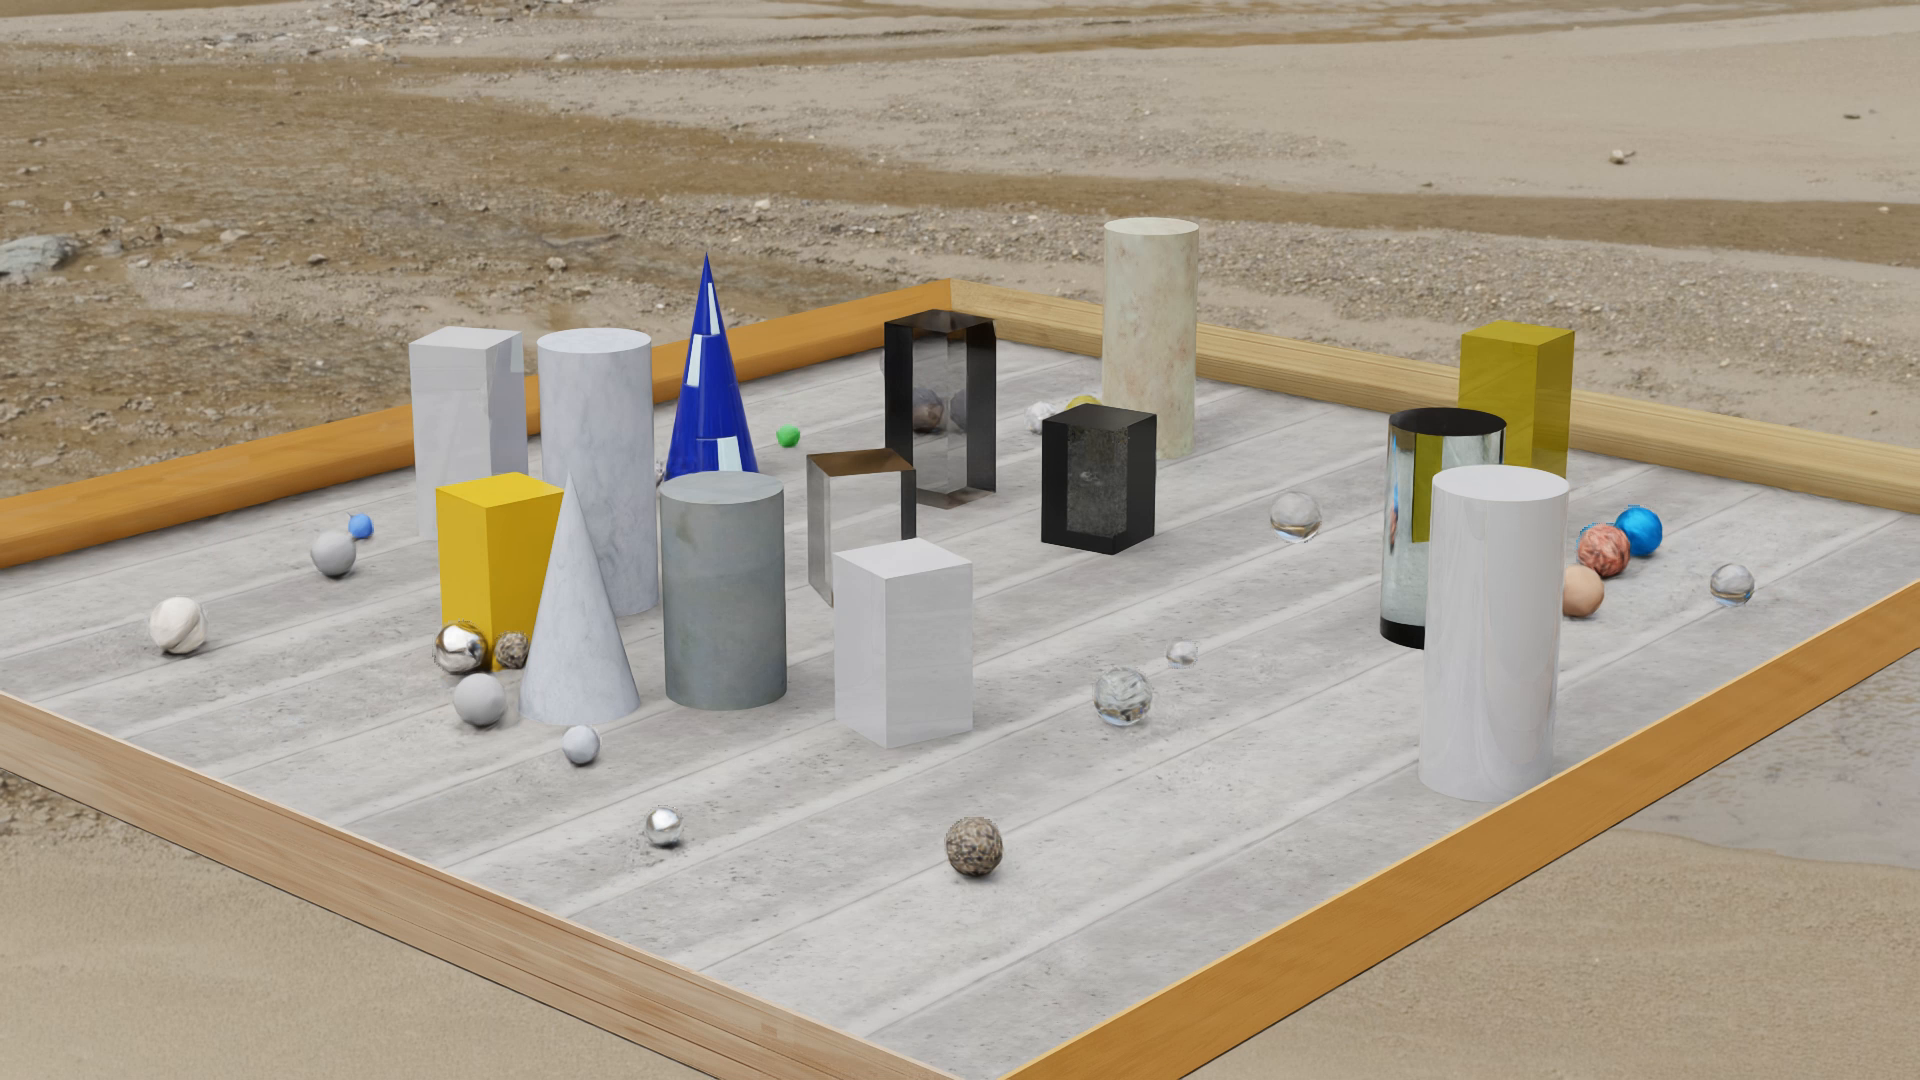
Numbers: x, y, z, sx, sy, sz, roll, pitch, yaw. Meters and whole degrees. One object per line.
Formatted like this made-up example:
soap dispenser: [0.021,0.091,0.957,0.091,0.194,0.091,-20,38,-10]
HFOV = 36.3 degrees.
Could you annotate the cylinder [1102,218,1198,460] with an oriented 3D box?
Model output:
cylinder: [0.388,-0.413,6.007,0.192,0.465,0.192,0,17,0]

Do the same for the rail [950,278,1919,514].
rail: [1.014,-0.306,6.239,2.792,0.125,0.045,14,22,39]

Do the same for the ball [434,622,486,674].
ball: [-0.805,0.174,4.721,0.083,0.083,0.083,0,17,0]

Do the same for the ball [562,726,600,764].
ball: [-0.562,0.303,4.344,0.056,0.056,0.056,0,17,0]

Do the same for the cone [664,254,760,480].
cone: [-0.495,-0.345,5.792,0.192,0.459,0.192,0,17,0]

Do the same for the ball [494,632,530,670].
ball: [-0.707,0.177,4.647,0.060,0.060,0.060,0,17,0]

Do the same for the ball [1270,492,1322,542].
ball: [0.621,-0.043,5.421,0.095,0.095,0.095,0,17,0]

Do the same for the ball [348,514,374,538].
ball: [-1.114,-0.025,5.449,0.046,0.046,0.046,0,17,0]

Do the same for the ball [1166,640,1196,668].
ball: [0.358,0.185,4.749,0.048,0.048,0.048,0,17,0]

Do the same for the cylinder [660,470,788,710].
cylinder: [-0.371,0.078,4.606,0.192,0.335,0.192,0,17,0]

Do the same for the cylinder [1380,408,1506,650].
cylinder: [0.802,-0.019,4.874,0.192,0.366,0.192,0,17,0]

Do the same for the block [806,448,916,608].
block: [-0.172,-0.023,5.113,0.154,0.235,0.154,-5,18,-17]

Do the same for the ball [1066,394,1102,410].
ball: [0.263,-0.259,6.146,0.090,0.090,0.090,0,17,0]

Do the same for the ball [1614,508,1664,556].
ball: [1.235,-0.015,5.340,0.089,0.089,0.089,0,17,0]

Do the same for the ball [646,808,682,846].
ball: [-0.408,0.395,4.044,0.052,0.052,0.052,0,17,0]

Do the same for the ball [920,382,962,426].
ball: [-0.040,-0.290,6.245,0.093,0.093,0.093,0,17,0]

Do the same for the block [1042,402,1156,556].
block: [0.257,-0.114,5.418,0.154,0.234,0.154,11,20,32]

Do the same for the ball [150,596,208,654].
ball: [-1.283,0.140,4.817,0.094,0.094,0.094,0,17,0]

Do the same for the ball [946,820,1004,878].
ball: [0.020,0.414,3.939,0.077,0.077,0.077,0,17,0]

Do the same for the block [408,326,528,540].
block: [-0.908,-0.194,5.444,0.154,0.372,0.154,5,18,17]

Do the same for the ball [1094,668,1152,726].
ball: [0.249,0.240,4.494,0.090,0.090,0.090,0,17,0]

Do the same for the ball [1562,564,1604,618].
ball: [1.053,0.087,4.999,0.090,0.090,0.090,0,17,0]

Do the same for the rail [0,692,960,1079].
rail: [-1.014,0.369,4.002,2.792,0.125,0.045,14,22,39]

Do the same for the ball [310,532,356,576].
ball: [-1.117,0.024,5.229,0.079,0.079,0.079,0,17,0]

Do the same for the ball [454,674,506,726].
ball: [-0.736,0.245,4.492,0.081,0.081,0.081,0,17,0]

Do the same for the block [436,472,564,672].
block: [-0.745,0.050,4.800,0.154,0.276,0.154,-14,22,-38]

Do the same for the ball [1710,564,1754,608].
ball: [1.331,0.078,5.055,0.075,0.075,0.075,0,17,0]

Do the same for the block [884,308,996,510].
block: [-0.038,-0.255,5.688,0.154,0.348,0.154,13,21,36]

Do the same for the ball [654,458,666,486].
ball: [-0.612,-0.134,5.786,0.059,0.059,0.059,0,17,0]

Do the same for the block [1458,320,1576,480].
block: [1.031,-0.203,5.467,0.154,0.376,0.154,12,21,35]

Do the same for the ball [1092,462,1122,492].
ball: [0.289,-0.123,5.751,0.059,0.059,0.059,0,17,0]

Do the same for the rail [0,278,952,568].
rail: [-1.036,-0.229,5.982,0.045,0.125,3.141,14,22,39]

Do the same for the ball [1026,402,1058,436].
ball: [0.173,-0.256,6.170,0.070,0.070,0.070,0,17,0]

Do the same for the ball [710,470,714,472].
ball: [-0.465,-0.084,5.554,0.096,0.096,0.096,0,17,0]

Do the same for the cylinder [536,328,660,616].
cylinder: [-0.619,-0.116,5.028,0.192,0.463,0.192,0,17,0]

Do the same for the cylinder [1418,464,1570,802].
cylinder: [0.768,0.133,4.226,0.192,0.448,0.192,0,17,0]

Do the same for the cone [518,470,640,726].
cone: [-0.597,0.073,4.537,0.192,0.384,0.192,0,17,0]

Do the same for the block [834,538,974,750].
block: [-0.087,0.155,4.466,0.154,0.268,0.154,-10,20,-31]

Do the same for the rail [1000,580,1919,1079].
rail: [1.036,0.291,4.259,0.045,0.125,3.141,14,22,39]

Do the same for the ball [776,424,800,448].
ball: [-0.355,-0.216,6.074,0.049,0.049,0.049,0,17,0]

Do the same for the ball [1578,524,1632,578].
ball: [1.146,0.019,5.218,0.094,0.094,0.094,0,17,0]
